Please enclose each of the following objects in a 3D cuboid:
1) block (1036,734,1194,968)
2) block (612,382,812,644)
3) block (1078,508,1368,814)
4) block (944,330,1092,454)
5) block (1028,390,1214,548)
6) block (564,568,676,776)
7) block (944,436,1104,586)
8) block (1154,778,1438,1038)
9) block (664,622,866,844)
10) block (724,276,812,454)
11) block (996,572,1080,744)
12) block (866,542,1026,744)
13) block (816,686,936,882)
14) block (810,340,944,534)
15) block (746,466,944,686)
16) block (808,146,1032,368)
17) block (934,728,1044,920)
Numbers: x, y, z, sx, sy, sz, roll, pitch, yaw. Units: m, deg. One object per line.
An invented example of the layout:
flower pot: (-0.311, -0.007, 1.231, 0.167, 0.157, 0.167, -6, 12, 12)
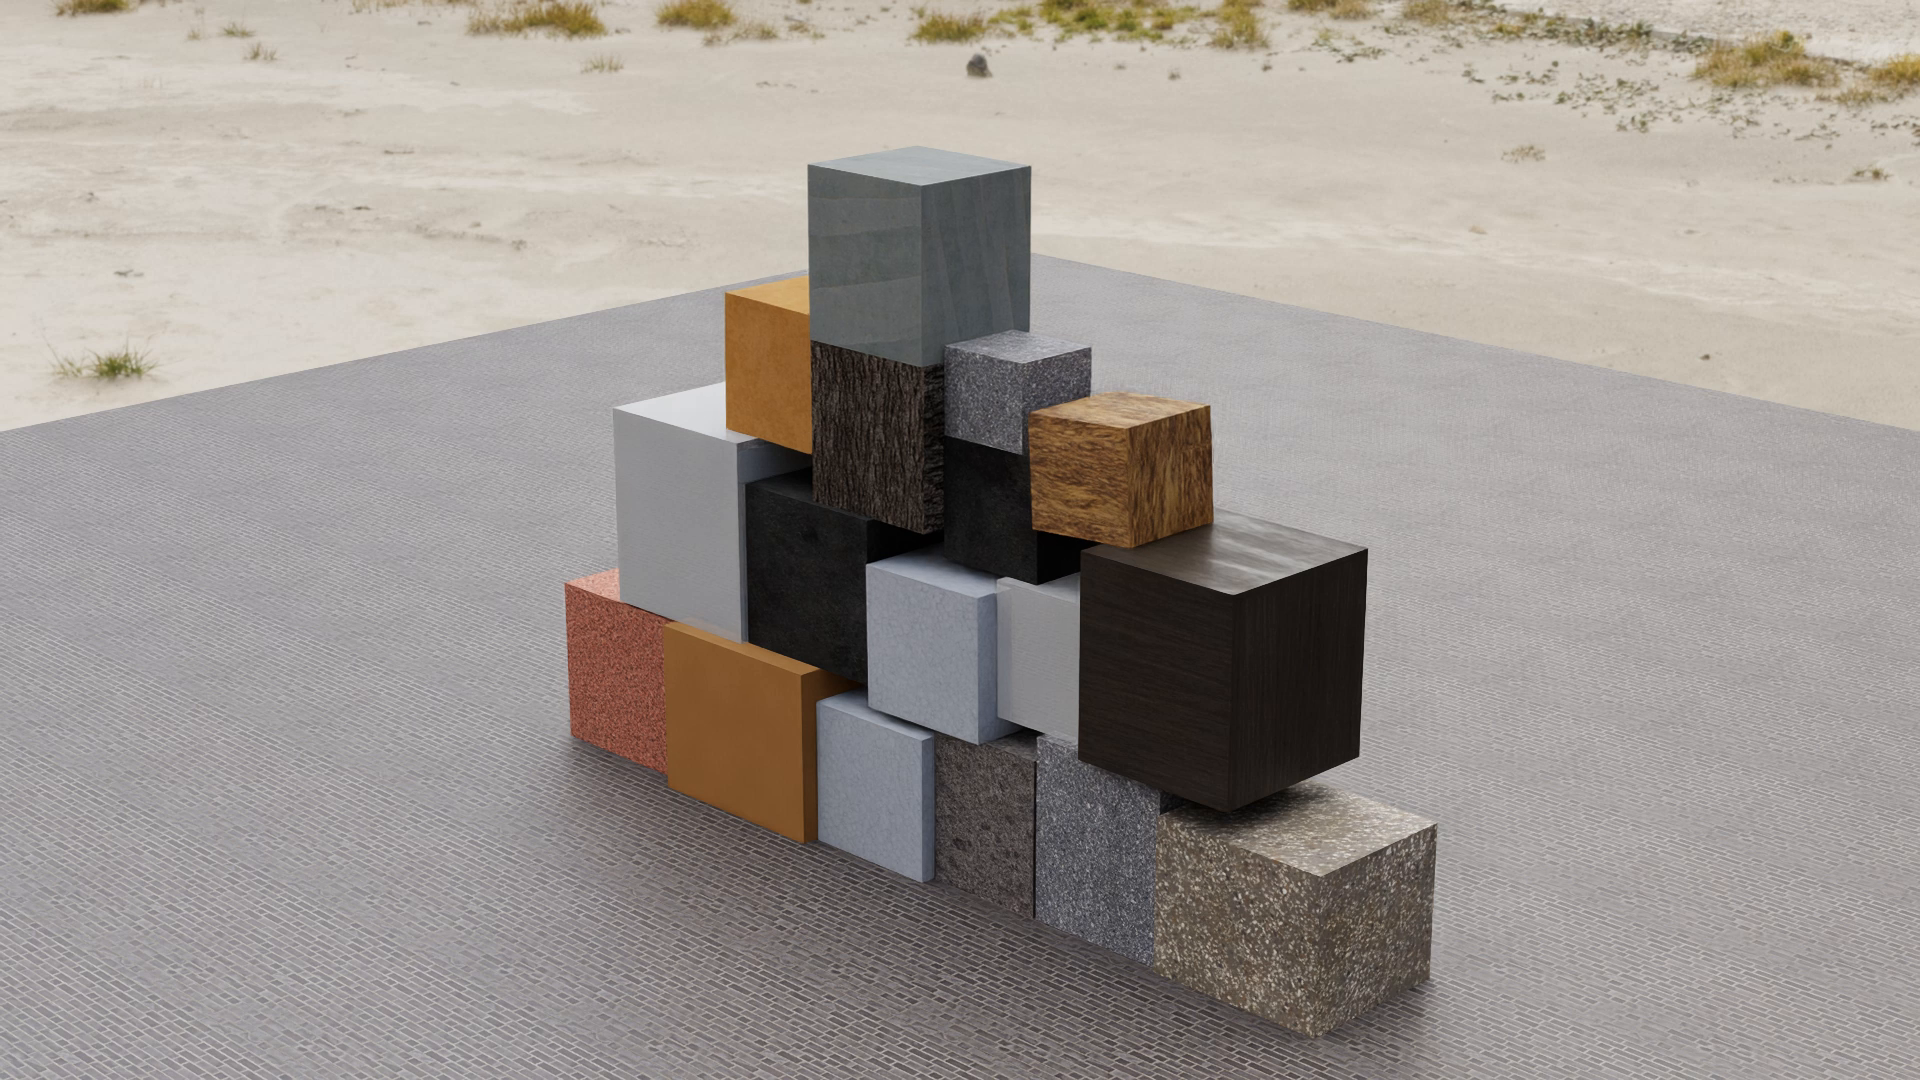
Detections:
block: (0.844, 1.267, 12.872, 0.729, 0.865, 0.712, -17, 24, -42)
block: (-1.053, -0.168, 14.407, 0.882, 0.991, 0.919, -17, 24, -42)
block: (1.103, 0.485, 12.359, 0.874, 0.934, 0.826, -17, 24, -42)
block: (0.253, -0.653, 12.855, 0.436, 0.403, 0.474, -17, 24, -42)
block: (0.688, -0.310, 12.514, 0.556, 0.510, 0.541, 12, 20, 44)
block: (-1.397, 0.617, 14.996, 0.841, 0.830, 0.888, -17, 24, -42)
block: (0.304, -0.185, 12.985, 0.494, 0.568, 0.570, -17, 24, -42)
block: (1.407, 1.509, 12.351, 0.781, 0.715, 0.869, -17, 24, -42)
block: (-0.720, 0.811, 14.354, 1.039, 0.845, 0.997, -17, 24, -42)
block: (-0.650, -0.835, 13.786, 0.628, 0.659, 0.657, -17, 25, -42)
block: (0.579, 0.477, 12.879, 0.596, 0.637, 0.585, 16, 24, 43)
block: (0.112, 0.423, 13.356, 0.805, 0.682, 0.707, -17, 23, -42)
block: (-0.126, 1.069, 13.783, 0.835, 0.695, 0.703, -17, 24, -42)
block: (-0.159, -0.542, 13.356, 0.729, 0.761, 0.732, -17, 24, -42)
block: (-0.444, 0.121, 13.824, 0.759, 0.789, 0.829, -17, 24, -42)
block: (-0.181, -1.280, 13.101, 0.679, 0.798, 0.724, -17, 24, -42)
block: (0.354, 1.182, 13.330, 0.709, 0.751, 0.616, -17, 24, -42)
